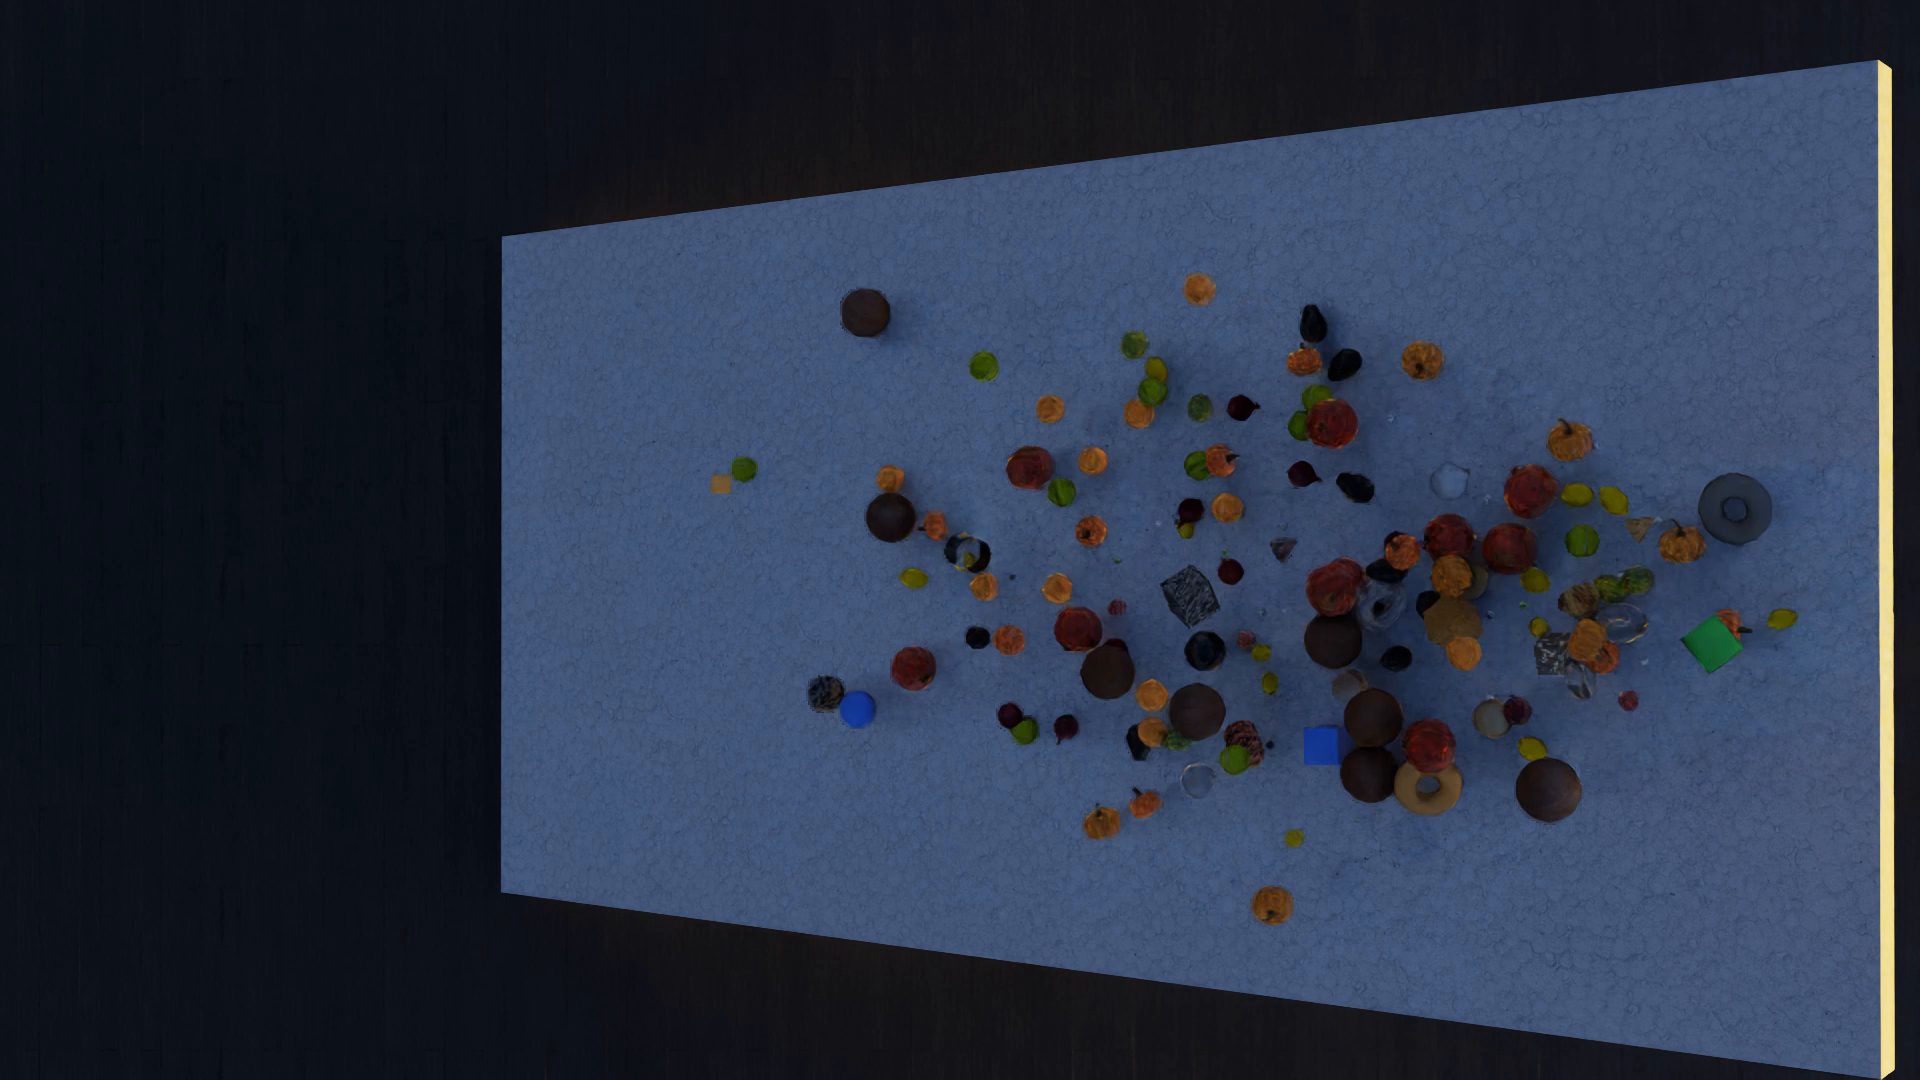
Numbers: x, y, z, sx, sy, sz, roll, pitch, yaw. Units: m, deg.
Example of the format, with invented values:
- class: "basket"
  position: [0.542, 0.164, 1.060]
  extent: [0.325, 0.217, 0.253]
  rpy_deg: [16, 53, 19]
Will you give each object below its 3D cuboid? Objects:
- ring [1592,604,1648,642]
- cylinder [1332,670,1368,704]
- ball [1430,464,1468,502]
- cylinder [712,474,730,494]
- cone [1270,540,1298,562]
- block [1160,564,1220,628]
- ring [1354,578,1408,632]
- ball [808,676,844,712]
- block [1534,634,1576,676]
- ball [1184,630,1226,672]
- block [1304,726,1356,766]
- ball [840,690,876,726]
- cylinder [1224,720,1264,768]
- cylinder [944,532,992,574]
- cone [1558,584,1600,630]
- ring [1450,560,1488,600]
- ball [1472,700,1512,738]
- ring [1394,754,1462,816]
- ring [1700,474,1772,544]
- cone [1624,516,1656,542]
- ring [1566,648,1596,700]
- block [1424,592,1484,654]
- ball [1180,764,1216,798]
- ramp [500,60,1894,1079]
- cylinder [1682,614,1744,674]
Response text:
- class: "ring"
  position: [1.367, 0.172, 4.557]
  extent: [0.112, 0.112, 0.037]
  rpy_deg: [-13, 123, 0]
- class: "cylinder"
  position: [0.876, 0.329, 4.939]
  extent: [0.068, 0.068, 0.068]
  rpy_deg: [2, 95, 24]
- class: "ball"
  position: [1.056, -0.125, 4.748]
  extent: [0.082, 0.082, 0.082]
  rpy_deg: [0, 90, 0]
- class: "cylinder"
  position: [-0.661, -0.155, 6.080]
  extent: [0.052, 0.052, 0.052]
  rpy_deg: [2, 90, -8]
- class: "cone"
  position: [0.756, 0.013, 5.064]
  extent: [0.058, 0.058, 0.058]
  rpy_deg: [-30, 90, 29]
- class: "block"
  position: [0.500, 0.123, 4.773]
  extent: [0.082, 0.082, 0.082]
  rpy_deg: [-32, 130, -7]
- class: "ring"
  position: [0.935, 0.144, 4.888]
  extent: [0.131, 0.044, 0.131]
  rpy_deg: [-9, 117, -17]
- class: "ball"
  position: [-0.357, 0.410, 5.868]
  extent: [0.096, 0.096, 0.096]
  rpy_deg: [0, 90, 0]
- class: "block"
  position: [1.254, 0.240, 4.627]
  extent: [0.066, 0.066, 0.066]
  rpy_deg: [-2, 110, 37]
- class: "ball"
  position: [0.575, 0.261, 5.160]
  extent: [0.096, 0.096, 0.096]
  rpy_deg: [0, 90, 0]
- class: "block"
  position: [0.837, 0.465, 4.982]
  extent: [0.084, 0.084, 0.084]
  rpy_deg: [-3, 88, 37]
- class: "ball"
  position: [-0.270, 0.444, 5.802]
  extent: [0.097, 0.097, 0.097]
  rpy_deg: [0, 90, 0]
- class: "cylinder"
  position: [0.654, 0.470, 5.062]
  extent: [0.077, 0.077, 0.077]
  rpy_deg: [-7, 132, -7]
- class: "cylinder"
  position: [0.020, 0.032, 5.557]
  extent: [0.085, 0.085, 0.085]
  rpy_deg: [-11, 110, -32]
- class: "cone"
  position: [1.312, 0.155, 4.608]
  extent: [0.090, 0.090, 0.090]
  rpy_deg: [-33, 118, 0]
- class: "ring"
  position: [1.112, 0.089, 4.807]
  extent: [0.090, 0.030, 0.090]
  rpy_deg: [-13, 70, 39]
- class: "ball"
  position: [1.150, 0.386, 4.748]
  extent: [0.084, 0.084, 0.084]
  rpy_deg: [0, 90, 0]
- class: "ring"
  position: [1.027, 0.537, 4.825]
  extent: [0.150, 0.050, 0.150]
  rpy_deg: [2, 115, 5]
- class: "ring"
  position: [1.569, -0.063, 4.451]
  extent: [0.146, 0.049, 0.146]
  rpy_deg: [10, 108, 34]
- class: "cone"
  position: [1.406, -0.034, 4.516]
  extent: [0.056, 0.056, 0.056]
  rpy_deg: [-37, 90, 30]
- class: "ring"
  position: [1.295, 0.279, 4.590]
  extent: [0.037, 0.111, 0.111]
  rpy_deg: [-9, 90, 35]
- class: "block"
  position: [1.068, 0.179, 4.760]
  extent: [0.082, 0.082, 0.082]
  rpy_deg: [24, 129, -24]
- class: "ball"
  position: [0.563, 0.568, 5.187]
  extent: [0.083, 0.083, 0.083]
  rpy_deg: [0, 90, 0]
- class: "ramp"
  position: [0.233, 0.065, 5.552]
  extent: [4.000, 0.100, 2.000]
  rpy_deg: [0, 89, 37]
- class: "cylinder"
  position: [1.500, 0.208, 4.384]
  extent: [0.086, 0.086, 0.086]
  rpy_deg: [-36, 74, 0]
